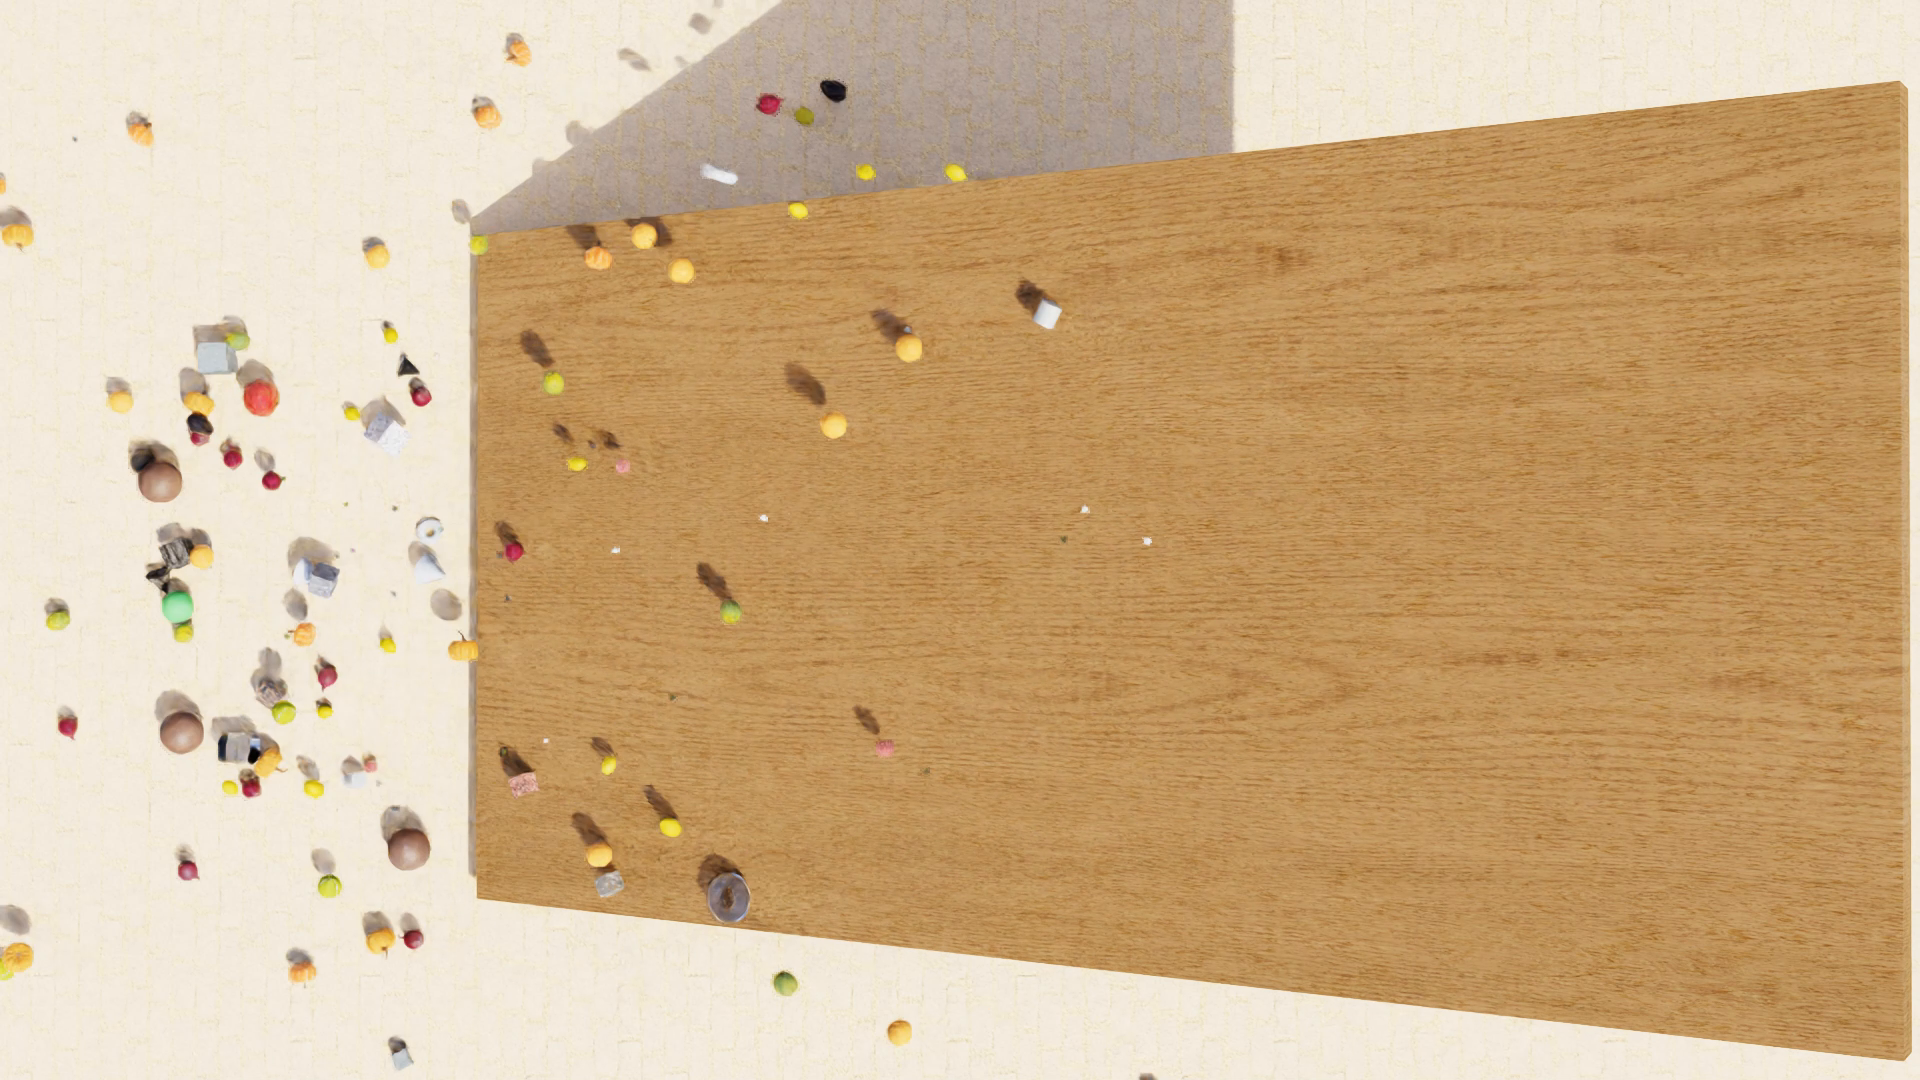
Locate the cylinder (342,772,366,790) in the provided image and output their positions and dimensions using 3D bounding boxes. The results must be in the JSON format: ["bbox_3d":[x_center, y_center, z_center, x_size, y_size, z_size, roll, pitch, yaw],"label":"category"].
[{"bbox_3d":[-1.837,0.729,6.667,0.052,0.052,0.052,-5,89,44],"label":"cylinder"}]

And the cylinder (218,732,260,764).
[{"bbox_3d":[-2.183,0.631,6.656,0.093,0.093,0.093,4,89,7],"label":"cylinder"}]

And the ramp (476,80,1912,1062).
[{"bbox_3d":[0.259,0.071,5.597,4.000,0.100,2.000,0,89,32],"label":"ramp"}]

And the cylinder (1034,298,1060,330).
[{"bbox_3d":[0.220,-0.569,5.533,0.057,0.057,0.057,12,123,0],"label":"cylinder"}]

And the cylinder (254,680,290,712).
[{"bbox_3d":[-2.086,0.475,6.669,0.073,0.073,0.073,32,90,6],"label":"cylinder"}]

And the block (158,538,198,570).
[{"bbox_3d":[-2.372,0.041,6.676,0.074,0.074,0.074,-23,90,1],"label":"block"}]

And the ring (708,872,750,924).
[{"bbox_3d":[-0.638,0.988,6.074,0.141,0.047,0.141,-1,89,34],"label":"ring"}]

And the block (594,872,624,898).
[{"bbox_3d":[-1.004,0.986,6.303,0.053,0.053,0.053,-32,73,28],"label":"block"}]

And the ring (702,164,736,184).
[{"bbox_3d":[-0.667,-1.013,6.095,0.100,0.100,0.033,19,100,0],"label":"ring"}]

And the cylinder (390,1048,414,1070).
[{"bbox_3d":[-1.693,1.575,6.673,0.053,0.053,0.053,-24,90,0],"label":"cylinder"}]

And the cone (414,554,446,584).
[{"bbox_3d":[-1.580,0.100,6.644,0.094,0.094,0.094,15,89,34],"label":"cone"}]

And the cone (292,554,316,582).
[{"bbox_3d":[-1.957,0.107,6.664,0.094,0.094,0.094,25,90,16],"label":"cone"}]

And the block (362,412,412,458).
[{"bbox_3d":[-1.730,-0.316,6.644,0.087,0.087,0.087,26,76,41],"label":"block"}]

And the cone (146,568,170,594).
[{"bbox_3d":[-2.428,0.134,6.696,0.075,0.075,0.075,-12,116,0],"label":"cone"}]

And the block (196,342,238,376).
[{"bbox_3d":[-2.253,-0.551,6.673,0.088,0.088,0.088,-4,89,2],"label":"block"}]

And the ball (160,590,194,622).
[{"bbox_3d":[-2.371,0.202,6.664,0.096,0.096,0.096,0,89,0],"label":"ball"}]

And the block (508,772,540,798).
[{"bbox_3d":[-1.285,0.723,6.482,0.055,0.055,0.055,-29,75,29],"label":"block"}]

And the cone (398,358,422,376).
[{"bbox_3d":[-1.671,-0.518,6.704,0.062,0.062,0.062,20,89,-25],"label":"cone"}]

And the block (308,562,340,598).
[{"bbox_3d":[-1.911,0.122,6.603,0.067,0.067,0.067,19,124,-6],"label":"block"}]

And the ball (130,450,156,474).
[{"bbox_3d":[-2.482,-0.236,6.679,0.074,0.074,0.074,0,89,0],"label":"ball"}]

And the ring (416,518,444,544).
[{"bbox_3d":[-1.615,-0.026,6.701,0.081,0.027,0.081,0,89,1],"label":"ring"}]
